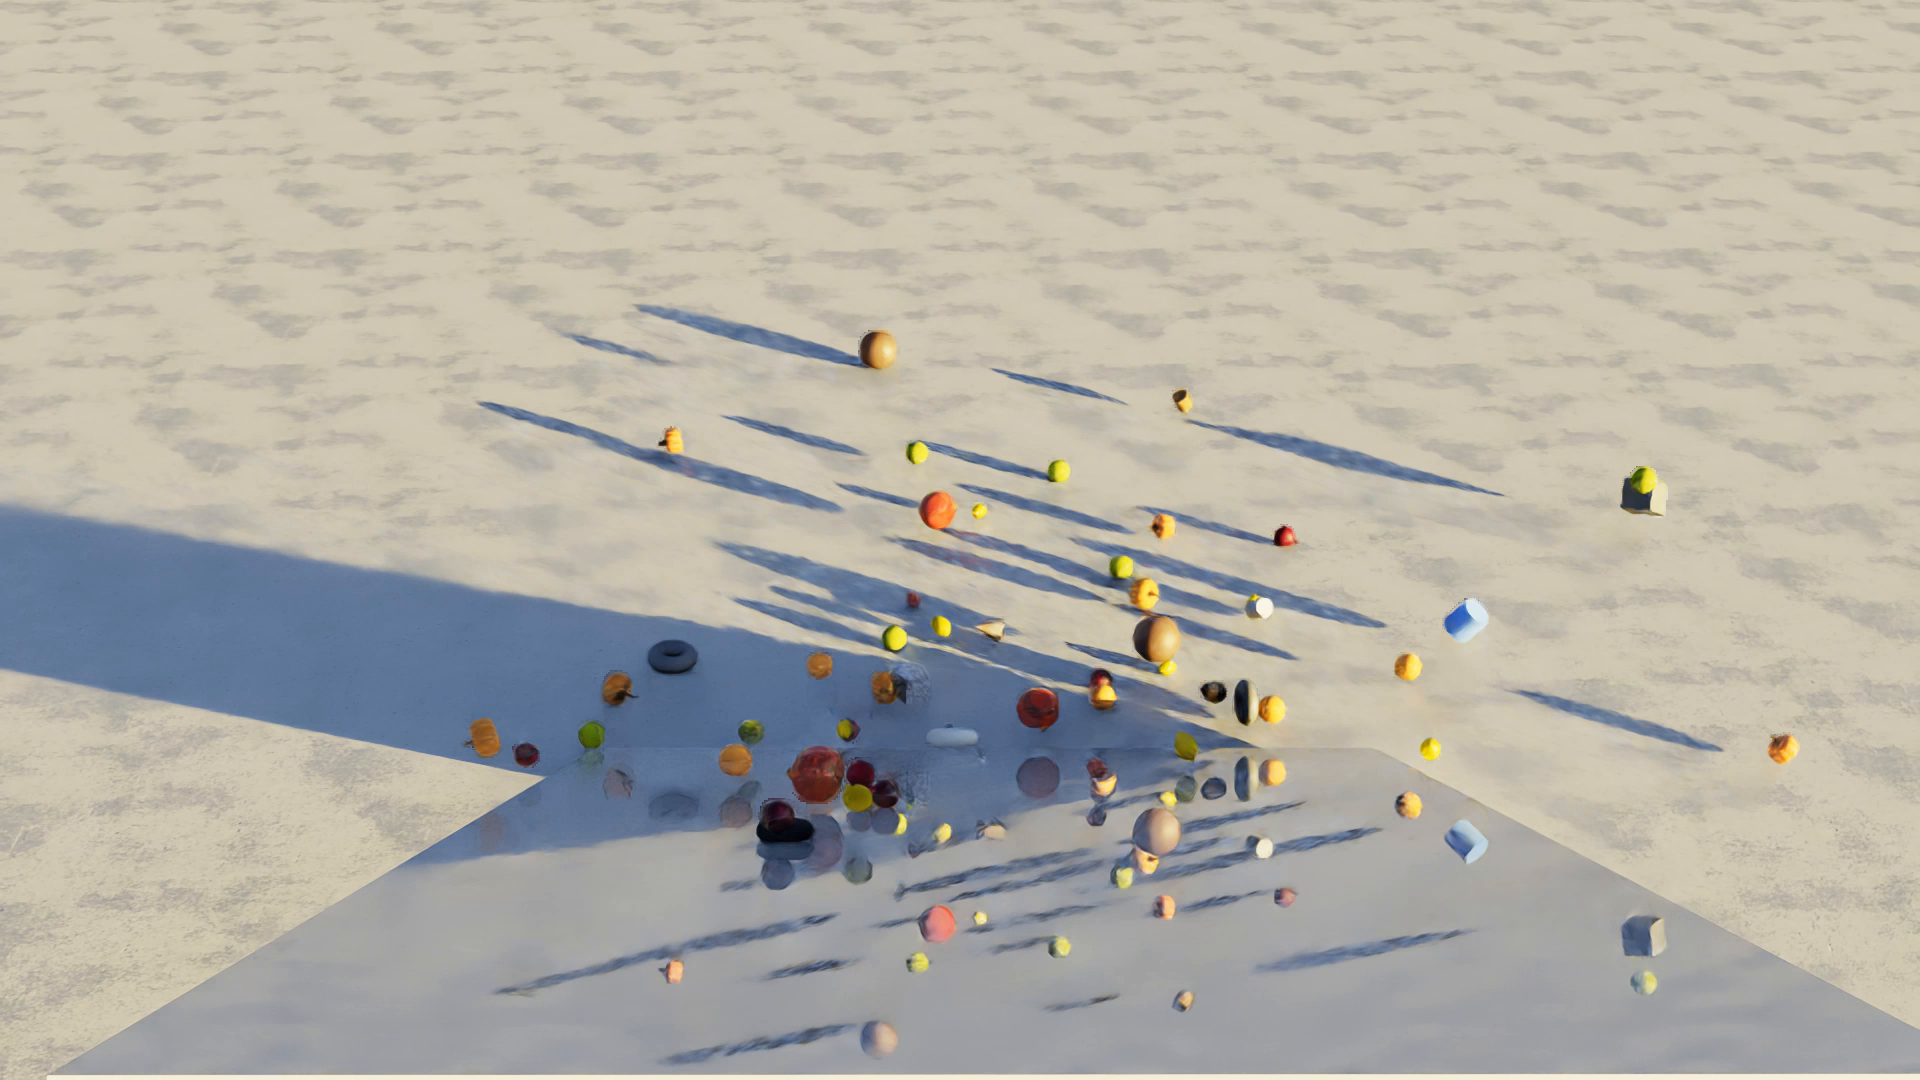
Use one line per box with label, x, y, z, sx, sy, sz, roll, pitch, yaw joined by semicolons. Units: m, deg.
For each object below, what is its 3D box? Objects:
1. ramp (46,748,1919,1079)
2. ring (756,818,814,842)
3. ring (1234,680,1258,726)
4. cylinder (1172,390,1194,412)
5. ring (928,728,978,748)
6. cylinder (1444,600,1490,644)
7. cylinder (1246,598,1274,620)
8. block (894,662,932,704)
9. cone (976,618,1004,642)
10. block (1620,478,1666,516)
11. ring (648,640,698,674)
ramp;0.066;0.590;4.642;2.000;0.100;4.000;0;0;0
ring;-0.316;0.523;4.663;0.104;0.035;0.104;1;1;0
ring;0.758;0.432;6.854;0.040;0.120;0.120;-4;30;-12
cylinder;0.728;-0.454;8.448;0.052;0.052;0.052;-18;43;18
ring;-0.020;0.513;6.721;0.134;0.045;0.134;-1;0;0
cylinder;1.406;0.225;7.181;0.087;0.087;0.087;28;37;-23
cylinder;0.846;0.194;7.320;0.057;0.057;0.057;-19;1;-30
block;-0.130;0.386;7.001;0.077;0.077;0.077;-13;32;-24
cone;0.074;0.246;7.229;0.072;0.072;0.072;8;26;-21
block;2.049;-0.130;7.748;0.094;0.094;0.094;3;-9;40
ring;-0.793;0.322;7.147;0.139;0.046;0.139;3;28;-2
